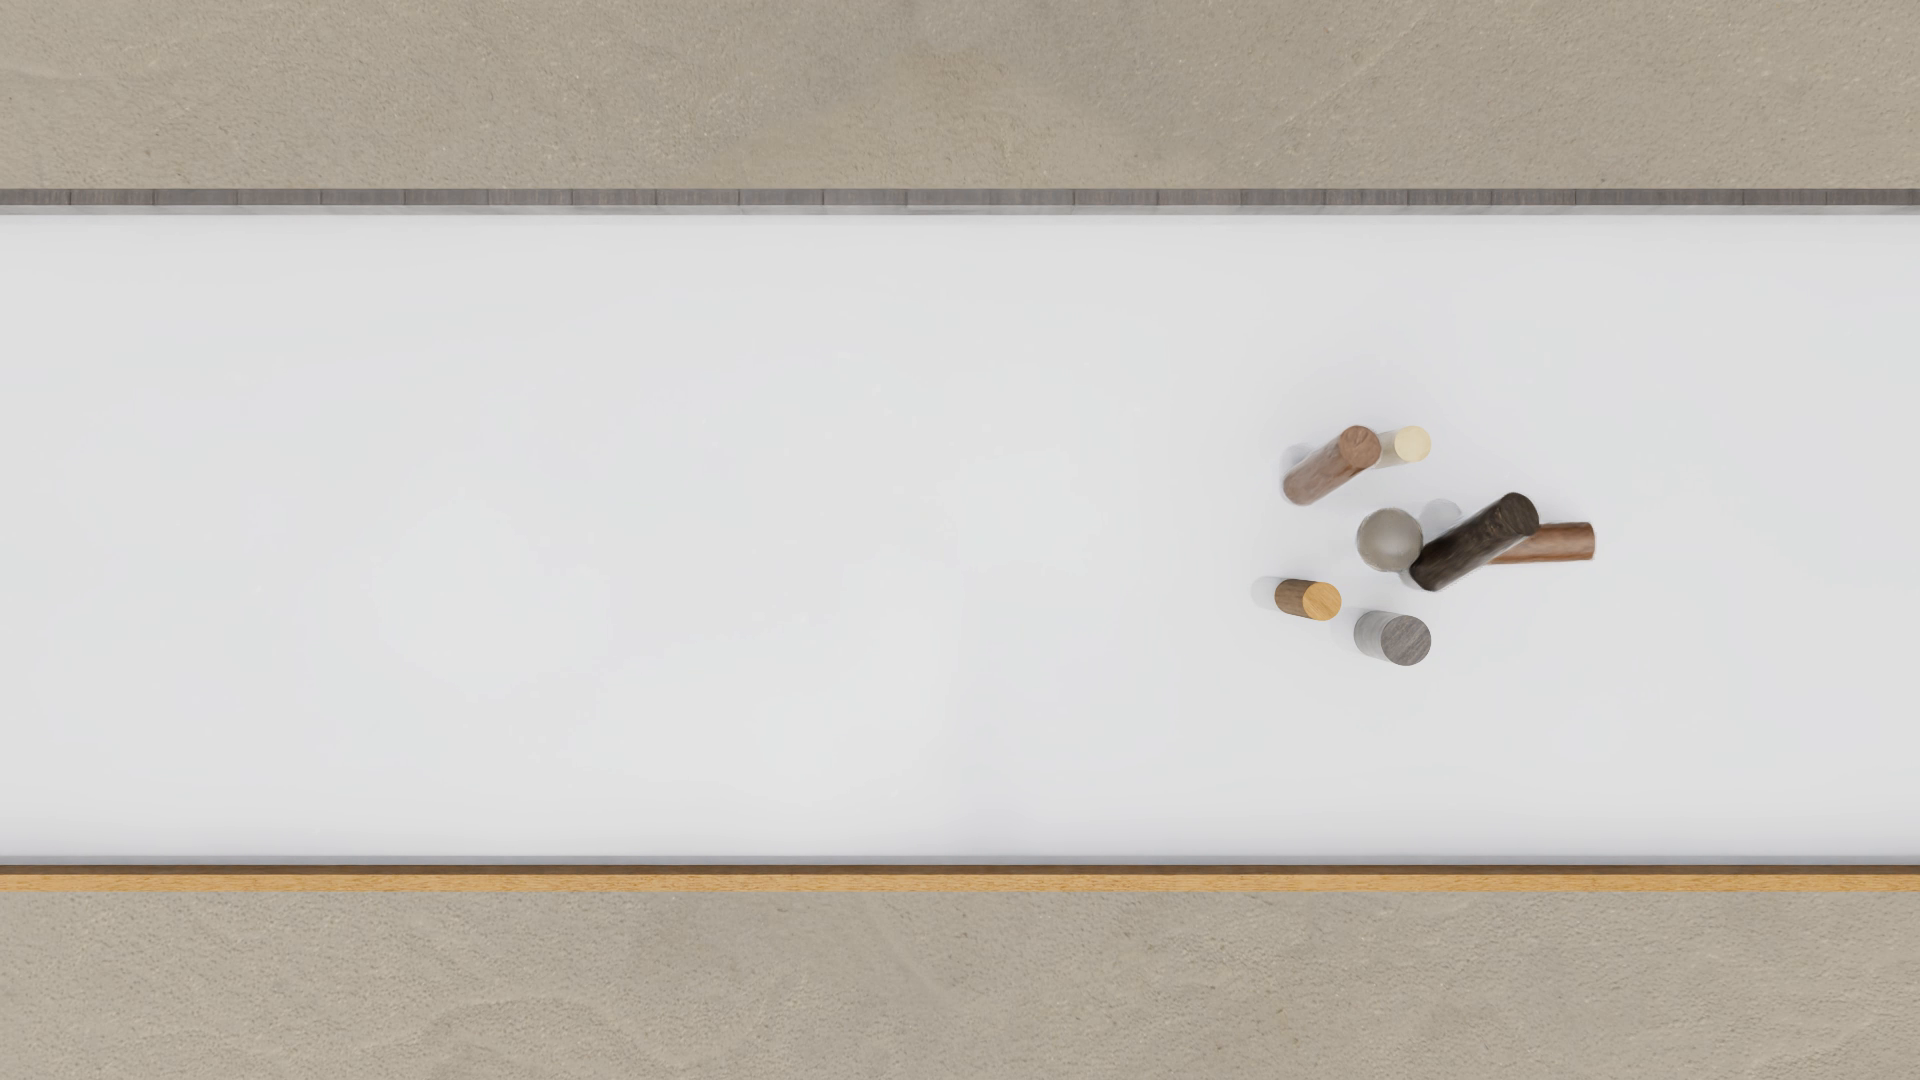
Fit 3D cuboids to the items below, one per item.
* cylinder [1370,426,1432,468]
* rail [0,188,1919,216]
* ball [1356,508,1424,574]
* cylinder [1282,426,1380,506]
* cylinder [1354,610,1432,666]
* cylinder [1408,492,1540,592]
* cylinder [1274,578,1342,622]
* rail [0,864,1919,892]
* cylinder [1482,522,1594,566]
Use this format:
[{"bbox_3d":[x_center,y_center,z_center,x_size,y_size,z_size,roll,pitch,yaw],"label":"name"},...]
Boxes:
[{"bbox_3d":[1.278,-0.271,4.864,0.105,0.424,0.105,0,90,0],"label":"cylinder"},{"bbox_3d":[-2.247,-1.025,5.002,12.000,0.150,0.050,0,90,0],"label":"rail"},{"bbox_3d":[1.295,0.001,4.976,0.197,0.197,0.197,0,90,0],"label":"ball"},{"bbox_3d":[1.091,-0.214,4.863,0.127,0.408,0.127,3,75,-11],"label":"cylinder"},{"bbox_3d":[1.284,0.290,4.912,0.147,0.328,0.147,0,90,0],"label":"cylinder"},{"bbox_3d":[1.510,0.010,4.866,0.138,0.418,0.138,11,62,-21],"label":"cylinder"},{"bbox_3d":[1.023,0.174,4.866,0.110,0.420,0.110,0,90,0],"label":"cylinder"},{"bbox_3d":[-2.247,1.025,5.001,12.000,0.150,0.050,0,90,0],"label":"rail"},{"bbox_3d":[1.732,0.011,5.016,0.352,0.120,0.120,-3,90,0],"label":"cylinder"}]
